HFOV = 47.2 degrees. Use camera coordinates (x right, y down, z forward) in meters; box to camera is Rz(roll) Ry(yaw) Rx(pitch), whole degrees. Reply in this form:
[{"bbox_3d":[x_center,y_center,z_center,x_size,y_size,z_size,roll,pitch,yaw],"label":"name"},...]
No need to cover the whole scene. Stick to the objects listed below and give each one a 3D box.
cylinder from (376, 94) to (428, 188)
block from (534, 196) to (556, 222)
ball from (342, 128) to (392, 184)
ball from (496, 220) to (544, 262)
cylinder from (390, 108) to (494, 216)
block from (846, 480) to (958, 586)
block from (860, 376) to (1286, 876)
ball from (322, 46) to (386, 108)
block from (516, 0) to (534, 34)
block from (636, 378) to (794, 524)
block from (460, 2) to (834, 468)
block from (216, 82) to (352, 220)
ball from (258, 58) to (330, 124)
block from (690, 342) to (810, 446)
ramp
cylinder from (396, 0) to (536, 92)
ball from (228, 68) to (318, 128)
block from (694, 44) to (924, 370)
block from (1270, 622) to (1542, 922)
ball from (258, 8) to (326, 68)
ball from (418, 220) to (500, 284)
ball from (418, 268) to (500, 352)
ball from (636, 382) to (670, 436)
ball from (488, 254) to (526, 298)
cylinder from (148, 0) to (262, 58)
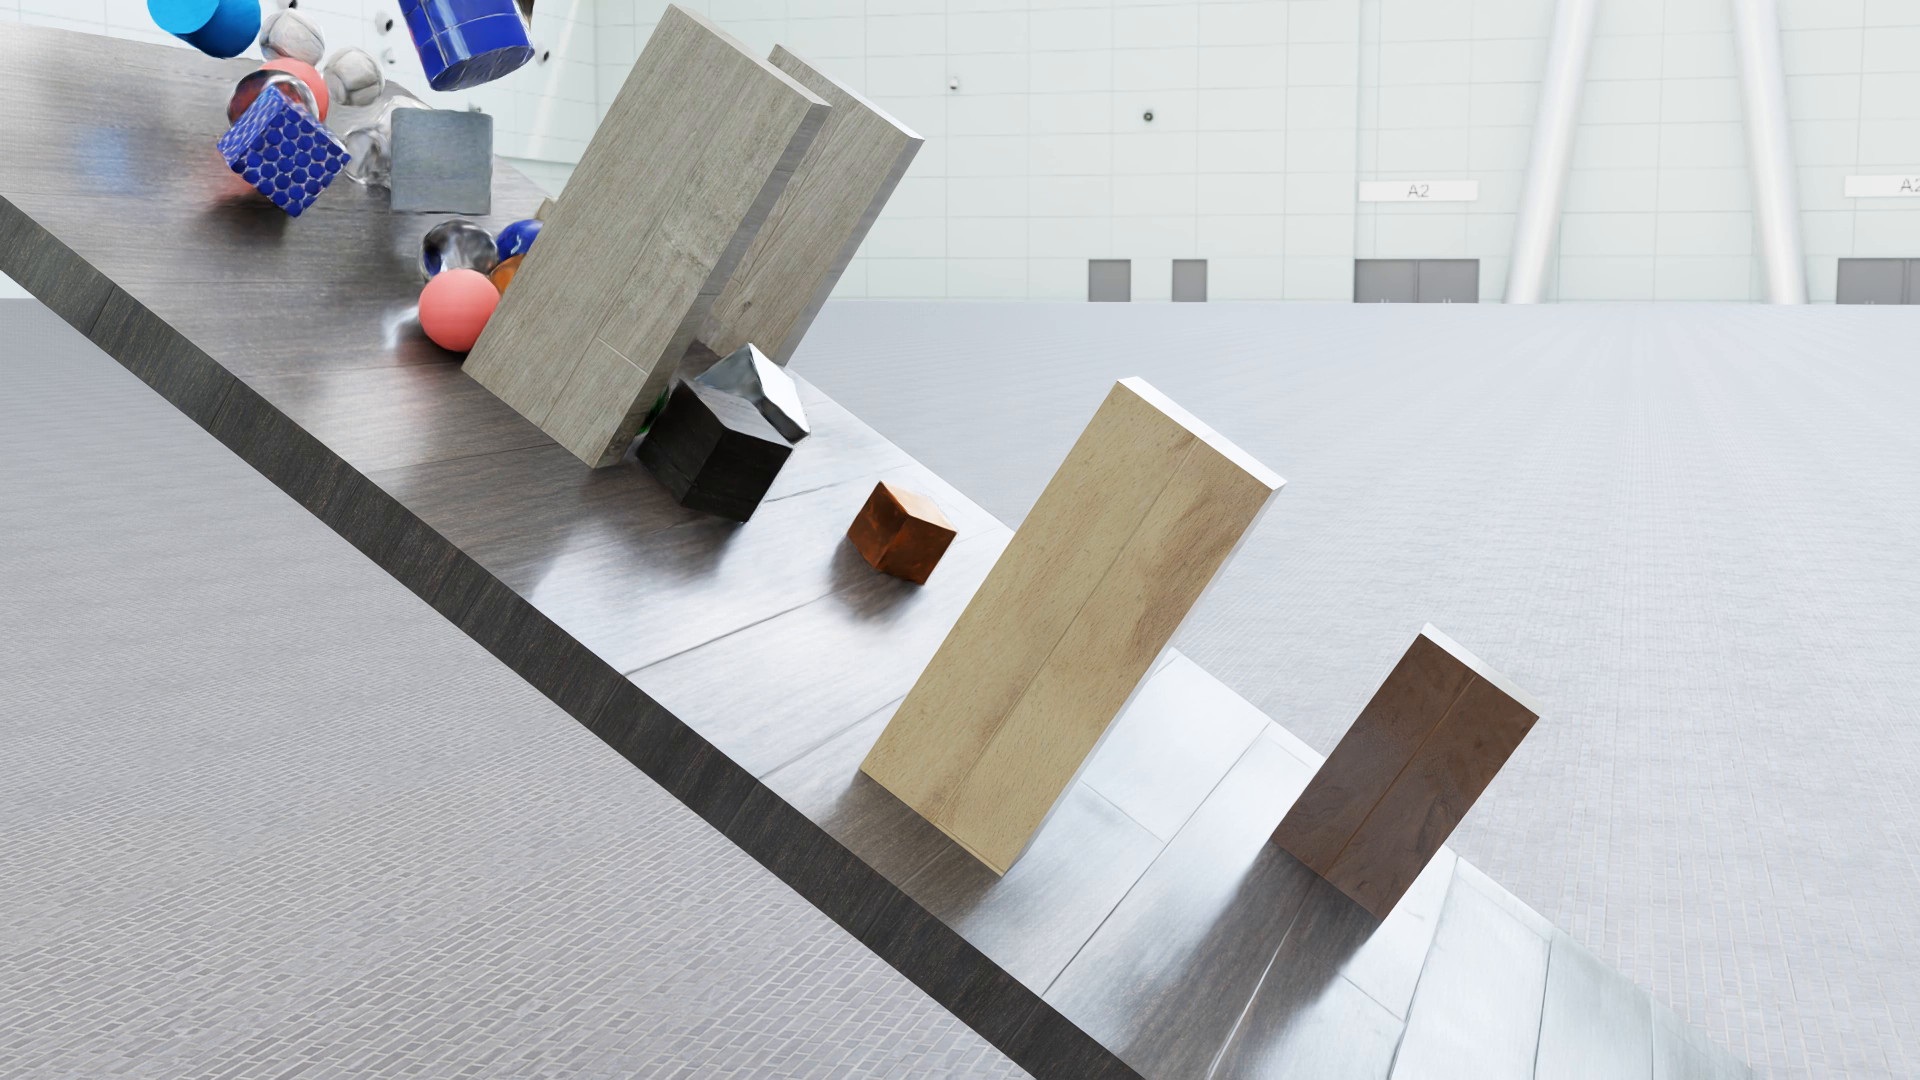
[{"bbox_3d":[-1.155,-0.824,4.619,0.158,0.158,0.158,31,15,-9],"label":"cylinder"},{"bbox_3d":[-0.806,-0.592,4.602,0.160,0.160,0.160,45,19,32],"label":"block"},{"bbox_3d":[-1.203,-0.780,4.471,0.114,0.114,0.114,0,7,0],"label":"ball"},{"bbox_3d":[-0.873,-0.577,4.459,0.144,0.144,0.144,0,7,0],"label":"ball"},{"bbox_3d":[-1.008,-0.734,4.279,0.192,0.192,0.192,3,7,0],"label":"cylinder"},{"bbox_3d":[-0.114,-0.014,4.297,0.130,0.130,0.130,20,20,-41],"label":"block"},{"bbox_3d":[0.164,0.131,3.296,0.274,0.717,0.131,36,15,10],"label":"block"},{"bbox_3d":[-1.302,-0.994,4.724,0.130,0.130,0.130,0,7,0],"label":"ball"},{"bbox_3d":[-0.999,-1.197,4.615,0.193,0.193,0.193,2,39,-21],"label":"block"},{"bbox_3d":[-0.447,-0.161,3.998,0.169,0.169,0.169,16,23,-48],"label":"block"},{"bbox_3d":[-0.547,-0.517,3.796,0.306,0.742,0.097,36,15,10],"label":"block"},{"bbox_3d":[-1.212,-0.697,3.942,0.149,0.149,0.149,41,2,-37],"label":"block"},{"bbox_3d":[-1.349,-0.887,4.418,0.159,0.159,0.159,0,7,0],"label":"ball"},{"bbox_3d":[-0.410,-0.254,4.255,0.151,0.151,0.151,-32,-41,14],"label":"block"},{"bbox_3d":[-0.114,0.195,4.093,4.000,0.100,2.000,36,15,10],"label":"ramp"},{"bbox_3d":[-0.920,-0.967,4.068,0.205,0.205,0.205,-21,1,0],"label":"cylinder"},{"bbox_3d":[-1.328,-0.826,4.253,0.169,0.169,0.169,0,7,0],"label":"ball"},{"bbox_3d":[-0.409,-0.720,4.888,0.371,0.645,0.103,36,15,10],"label":"block"},{"bbox_3d":[0.843,0.438,4.165,0.263,0.492,0.133,36,15,10],"label":"block"},{"bbox_3d":[-1.363,-1.018,4.490,0.132,0.132,0.132,0,7,0],"label":"ball"},{"bbox_3d":[-0.940,-0.526,4.129,0.151,0.151,0.151,0,7,0],"label":"ball"},{"bbox_3d":[-0.887,-0.408,3.907,0.147,0.147,0.147,0,7,0],"label":"ball"},{"bbox_3d":[-0.610,-0.267,4.012,0.159,0.159,0.159,0,7,0],"label":"ball"},{"bbox_3d":[-0.795,-0.438,4.099,0.192,0.192,0.192,0,7,0],"label":"ball"},{"bbox_3d":[-1.470,-1.036,4.284,0.155,0.155,0.155,1,-5,12],"label":"cylinder"}]
